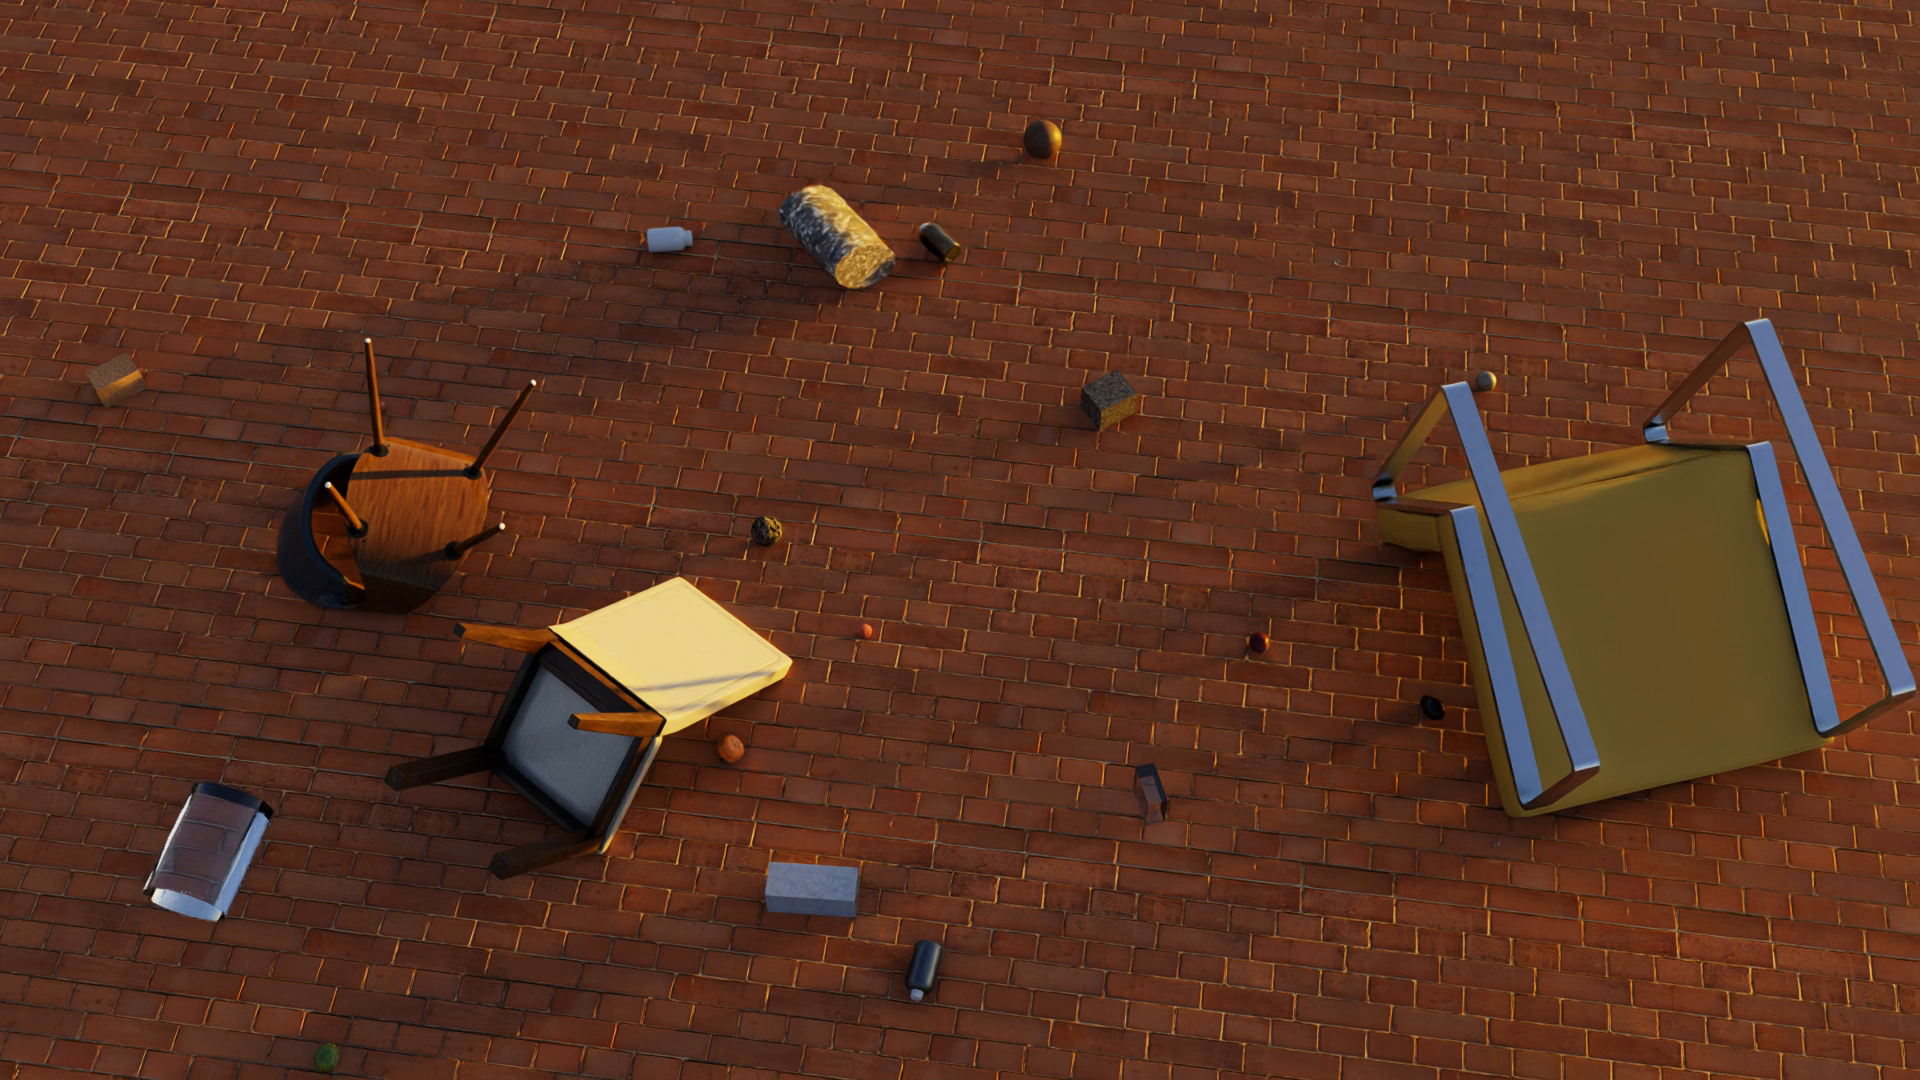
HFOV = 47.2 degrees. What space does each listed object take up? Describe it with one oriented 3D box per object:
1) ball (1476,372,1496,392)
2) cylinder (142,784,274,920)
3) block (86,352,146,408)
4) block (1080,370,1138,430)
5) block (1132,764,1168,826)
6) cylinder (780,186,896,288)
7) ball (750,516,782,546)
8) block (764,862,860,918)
[{"bbox_3d":[1.643,-0.496,6.868,0.064,0.064,0.064,0,56,0],"label":"ball"},{"bbox_3d":[-2.021,0.837,5.916,0.230,0.160,0.318,14,57,3],"label":"cylinder"},{"bbox_3d":[-2.630,-0.498,6.853,0.139,0.091,0.088,-30,61,-19],"label":"block"},{"bbox_3d":[0.460,-0.433,6.805,0.132,0.099,0.109,-27,60,-17],"label":"block"},{"bbox_3d":[0.521,0.698,6.031,0.054,0.124,0.120,-13,57,-8],"label":"block"},{"bbox_3d":[-0.396,-0.980,7.106,0.263,0.171,0.316,-5,46,-50],"label":"cylinder"},{"bbox_3d":[-0.575,-0.026,6.535,0.093,0.093,0.093,0,56,0],"label":"ball"},{"bbox_3d":[-0.394,0.936,5.884,0.238,0.103,0.098,3,56,2],"label":"block"}]
